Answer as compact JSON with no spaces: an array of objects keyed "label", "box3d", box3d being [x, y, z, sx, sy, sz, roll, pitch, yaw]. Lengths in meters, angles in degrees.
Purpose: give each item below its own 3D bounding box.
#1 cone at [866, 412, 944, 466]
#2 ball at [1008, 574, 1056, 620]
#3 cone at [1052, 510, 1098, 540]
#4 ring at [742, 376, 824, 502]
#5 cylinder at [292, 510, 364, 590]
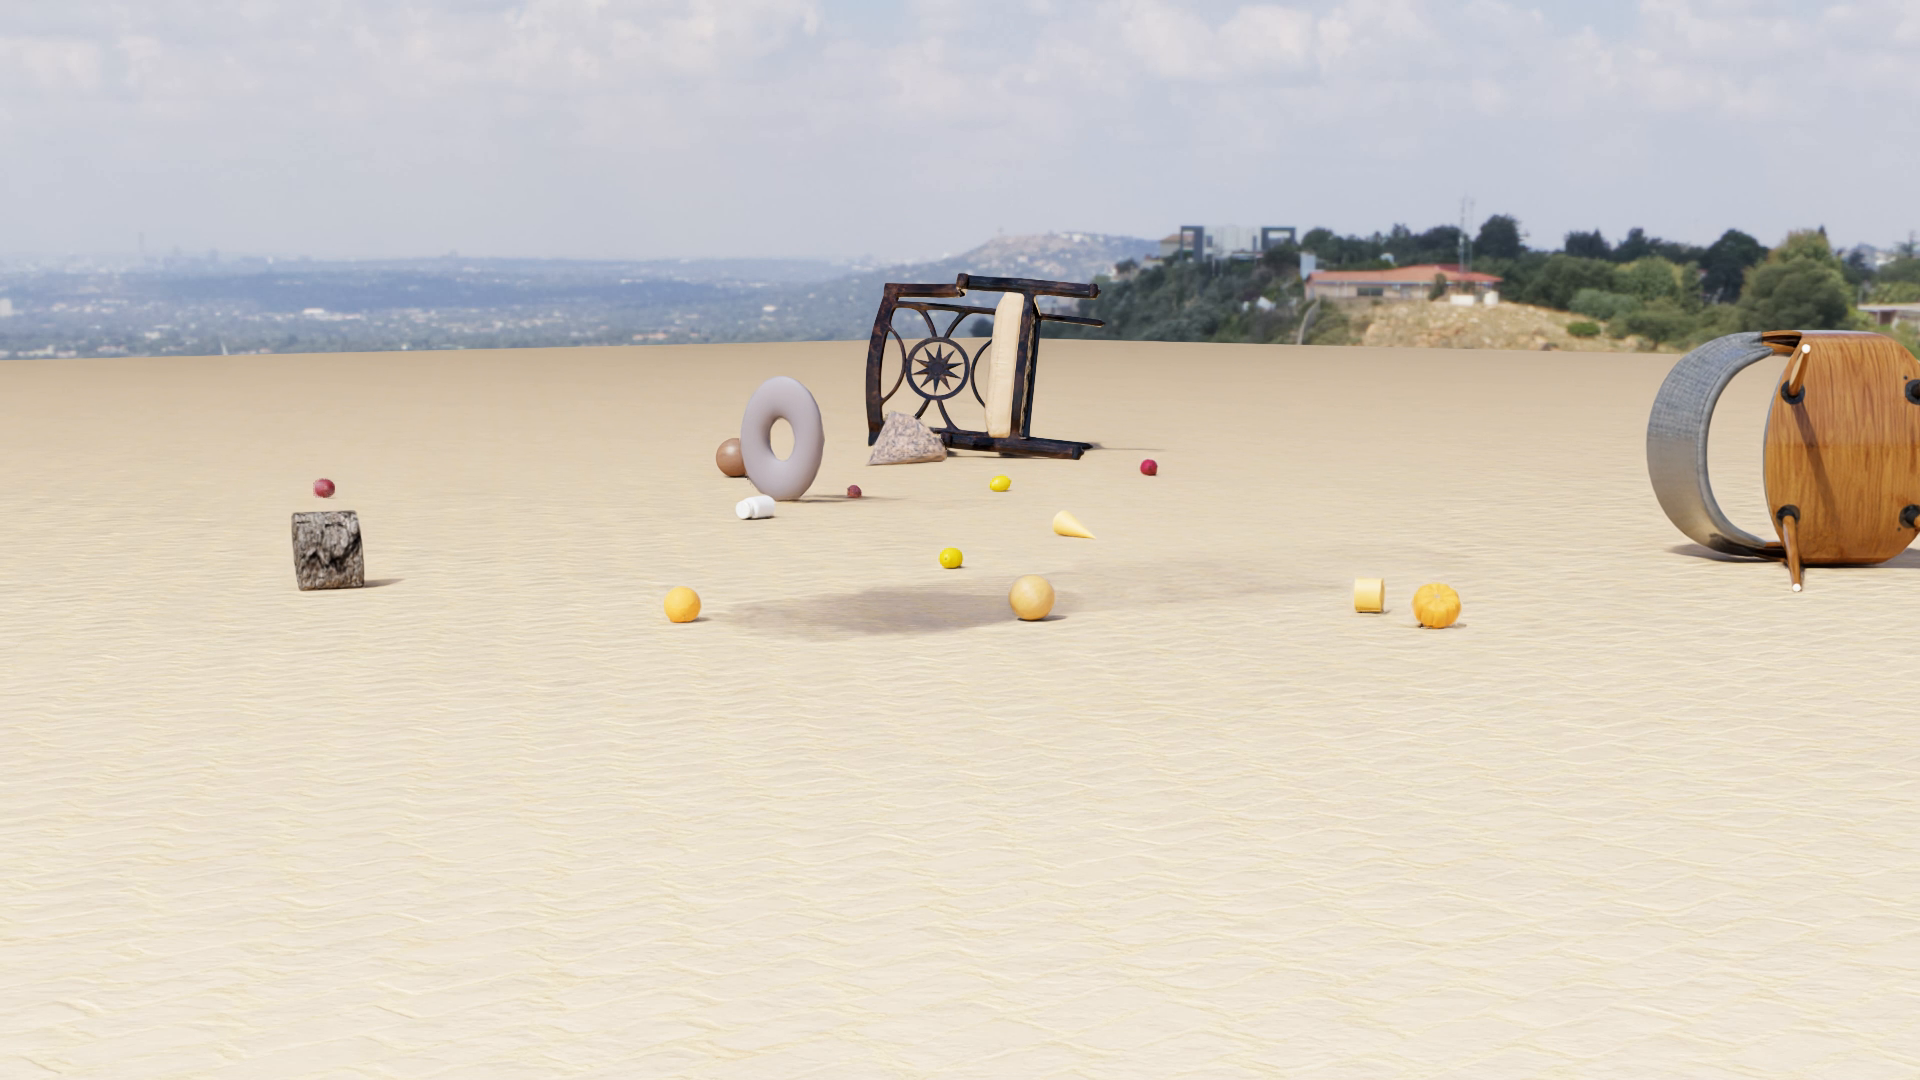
[{"label":"cone","box3d":[-0.243,-0.311,8.999,0.264,0.130,0.311,37,39,17]},{"label":"ball","box3d":[0.137,0.109,4.911,0.090,0.090,0.090,0,6,0]},{"label":"cone","box3d":[0.303,-0.023,6.481,0.134,0.065,0.067,27,-20,46]},{"label":"ring","box3d":[-0.517,-0.291,7.452,0.283,0.379,0.062,18,21,27]},{"label":"cylinder","box3d":[-1.335,0.022,5.417,0.130,0.170,0.076,-3,-15,-26]}]
